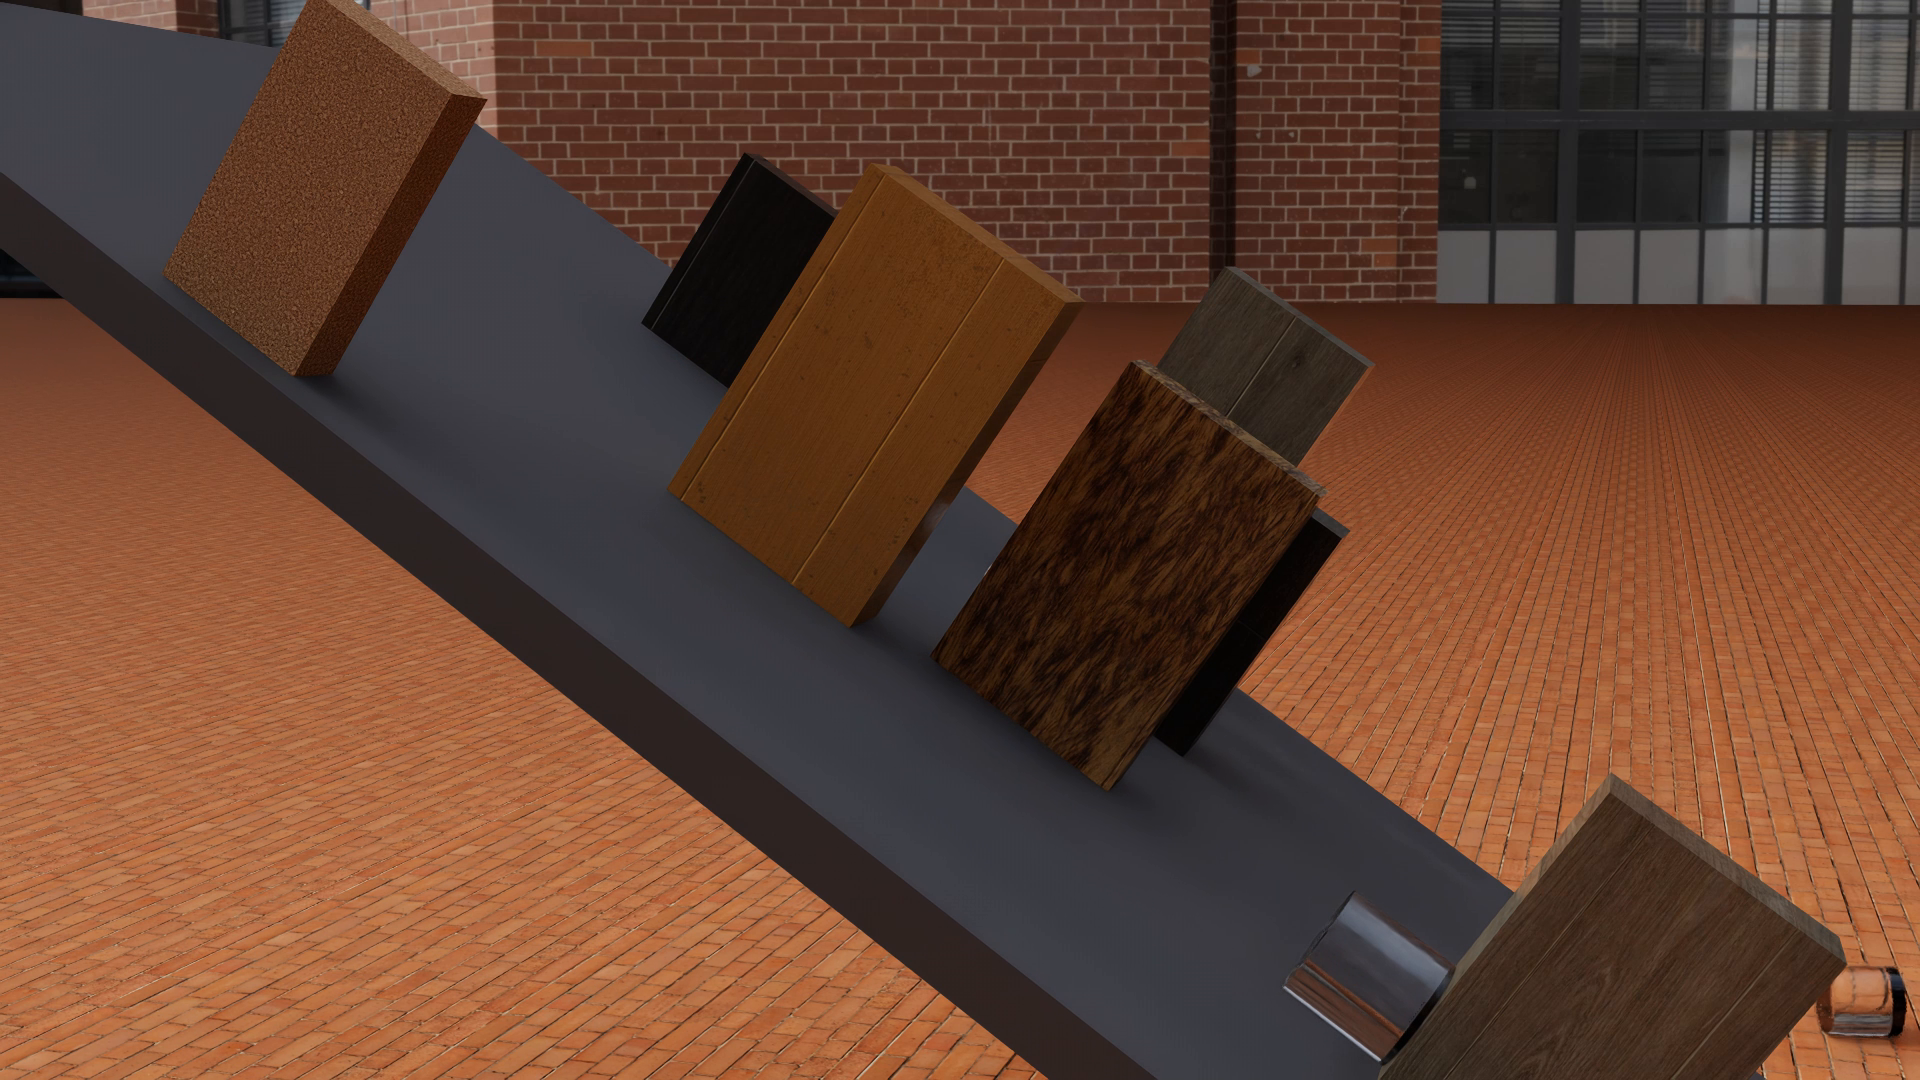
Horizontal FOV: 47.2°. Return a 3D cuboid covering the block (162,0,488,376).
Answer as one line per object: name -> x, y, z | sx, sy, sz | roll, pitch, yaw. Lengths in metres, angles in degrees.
block -> -0.971, -0.537, 3.350 | 0.276, 0.504, 0.105 | 37, 15, 10

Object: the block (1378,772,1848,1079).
block -> 0.987, 0.723, 3.369 | 0.411, 0.589, 0.141 | 37, 15, 10

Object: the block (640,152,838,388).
block -> -0.389, -0.517, 4.623 | 0.410, 0.429, 0.083 | 37, 15, 10

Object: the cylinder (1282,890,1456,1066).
cylinder -> 0.651, 0.697, 3.506 | 0.196, 0.196, 0.196 | 37, 16, 11

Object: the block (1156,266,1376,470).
block -> 0.510, -0.163, 4.737 | 0.366, 0.773, 0.138 | 37, 15, 10

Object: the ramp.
ramp -> -0.104, 0.181, 4.089 | 4.000, 0.100, 2.000 | 37, 15, 10

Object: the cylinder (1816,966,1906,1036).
cylinder -> 2.196, 1.123, 5.366 | 0.164, 0.164, 0.164 | 1, 7, 6

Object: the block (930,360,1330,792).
block -> 0.291, 0.062, 3.855 | 0.397, 0.641, 0.111 | 37, 15, 10

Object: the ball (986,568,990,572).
ball -> 0.100, 0.089, 4.395 | 0.108, 0.108, 0.108 | 0, 7, 0

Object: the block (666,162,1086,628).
block -> -0.151, -0.249, 3.819 | 0.413, 0.681, 0.141 | 37, 15, 10

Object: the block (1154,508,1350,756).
block -> 0.425, 0.076, 4.297 | 0.426, 0.530, 0.134 | 37, 15, 10
